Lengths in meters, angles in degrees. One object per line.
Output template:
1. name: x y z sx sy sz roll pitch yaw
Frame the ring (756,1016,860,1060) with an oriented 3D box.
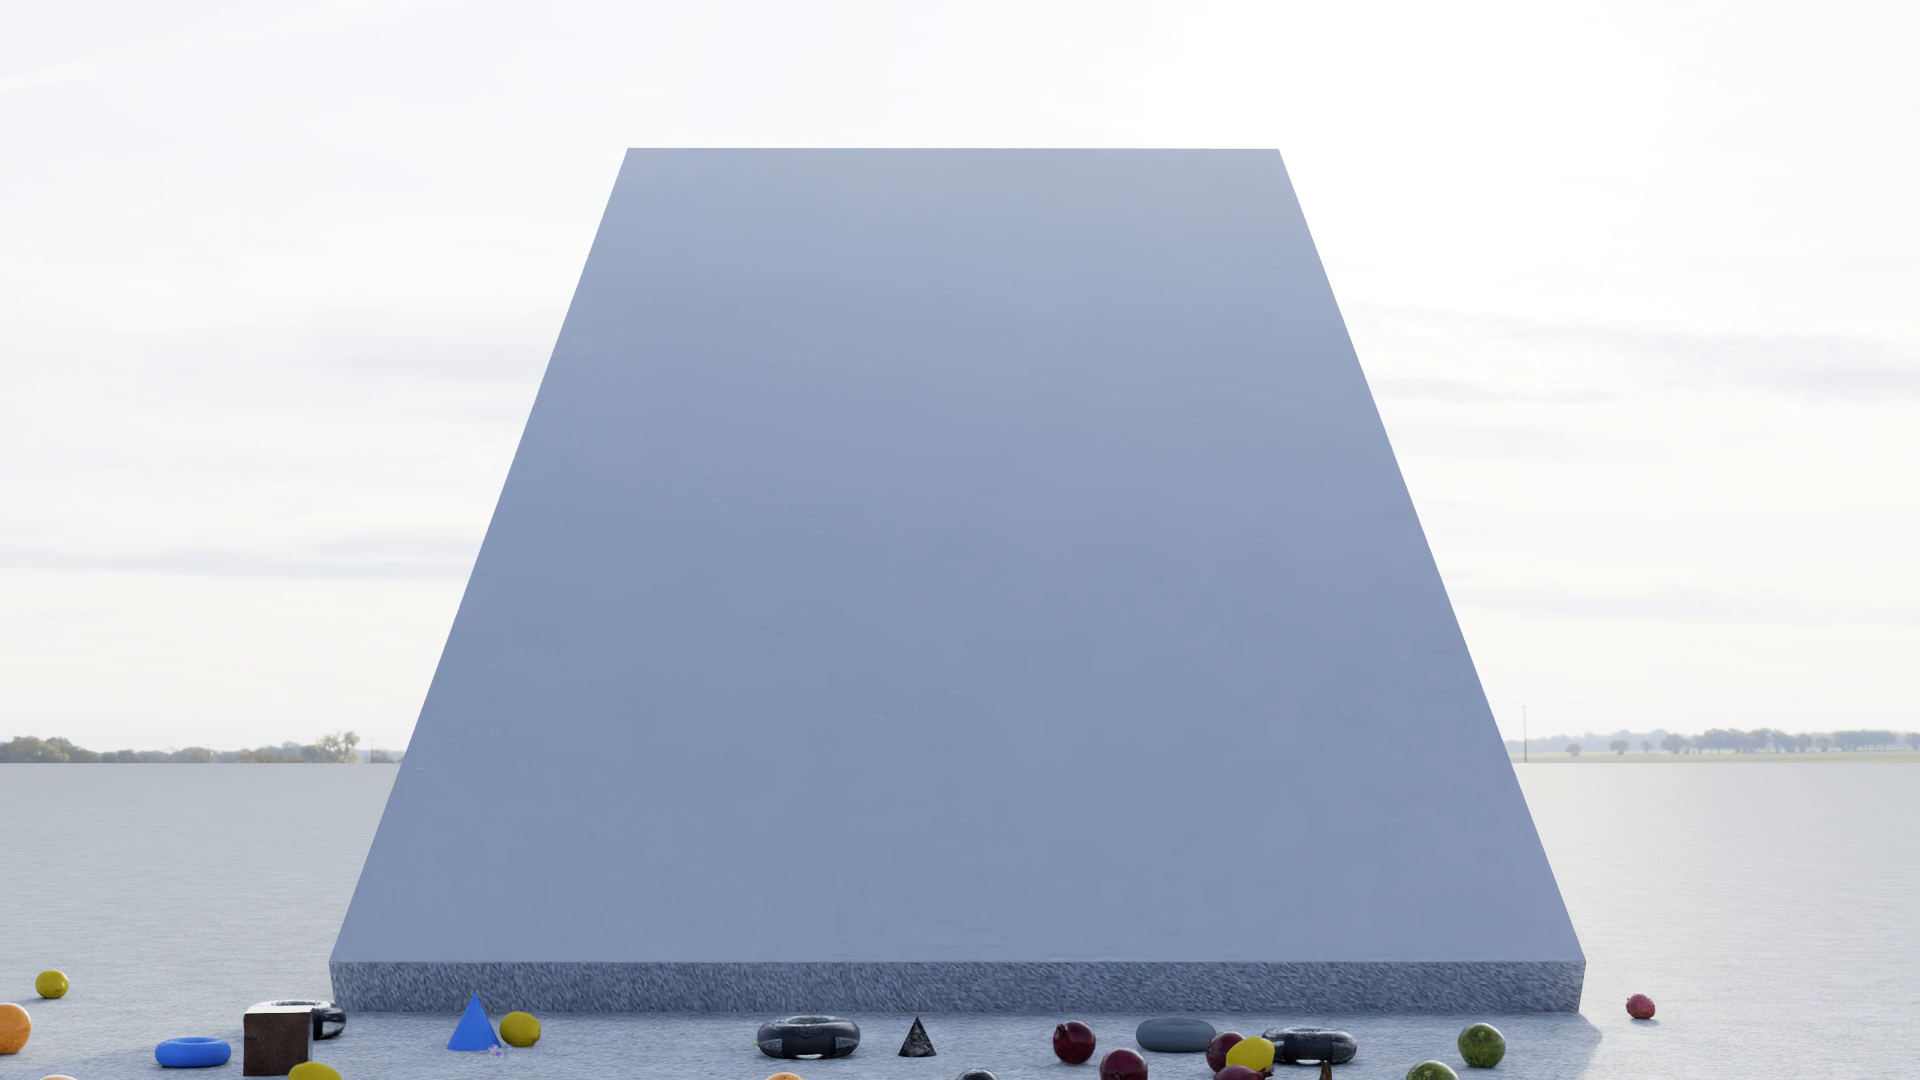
1. ring: -0.208 0.685 3.287 0.143 0.048 0.143 -1 -4 0

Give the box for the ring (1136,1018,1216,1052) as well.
1. ring: 0.304 0.696 3.350 0.114 0.038 0.114 1 -4 0

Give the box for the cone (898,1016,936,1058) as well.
1. cone: -0.059 0.682 3.285 0.053 0.053 0.053 0 -5 0

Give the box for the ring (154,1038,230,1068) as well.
1. ring: -1.022 0.683 3.180 0.097 0.032 0.097 1 -5 0

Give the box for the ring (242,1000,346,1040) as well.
1. ring: -0.973 0.703 3.490 0.147 0.049 0.147 1 -5 0

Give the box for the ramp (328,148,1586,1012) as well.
1. ramp: -0.011 -0.223 5.582 2.000 0.100 4.000 0 28 0

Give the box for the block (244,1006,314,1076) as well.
1. block: -0.888 0.652 3.109 0.080 0.080 0.080 1 -5 -11

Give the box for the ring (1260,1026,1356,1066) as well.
1. ring: 0.469 0.680 3.212 0.131 0.044 0.131 0 -7 0

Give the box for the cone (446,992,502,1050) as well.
1. cone: -0.686 0.678 3.369 0.077 0.077 0.077 0 -5 0
